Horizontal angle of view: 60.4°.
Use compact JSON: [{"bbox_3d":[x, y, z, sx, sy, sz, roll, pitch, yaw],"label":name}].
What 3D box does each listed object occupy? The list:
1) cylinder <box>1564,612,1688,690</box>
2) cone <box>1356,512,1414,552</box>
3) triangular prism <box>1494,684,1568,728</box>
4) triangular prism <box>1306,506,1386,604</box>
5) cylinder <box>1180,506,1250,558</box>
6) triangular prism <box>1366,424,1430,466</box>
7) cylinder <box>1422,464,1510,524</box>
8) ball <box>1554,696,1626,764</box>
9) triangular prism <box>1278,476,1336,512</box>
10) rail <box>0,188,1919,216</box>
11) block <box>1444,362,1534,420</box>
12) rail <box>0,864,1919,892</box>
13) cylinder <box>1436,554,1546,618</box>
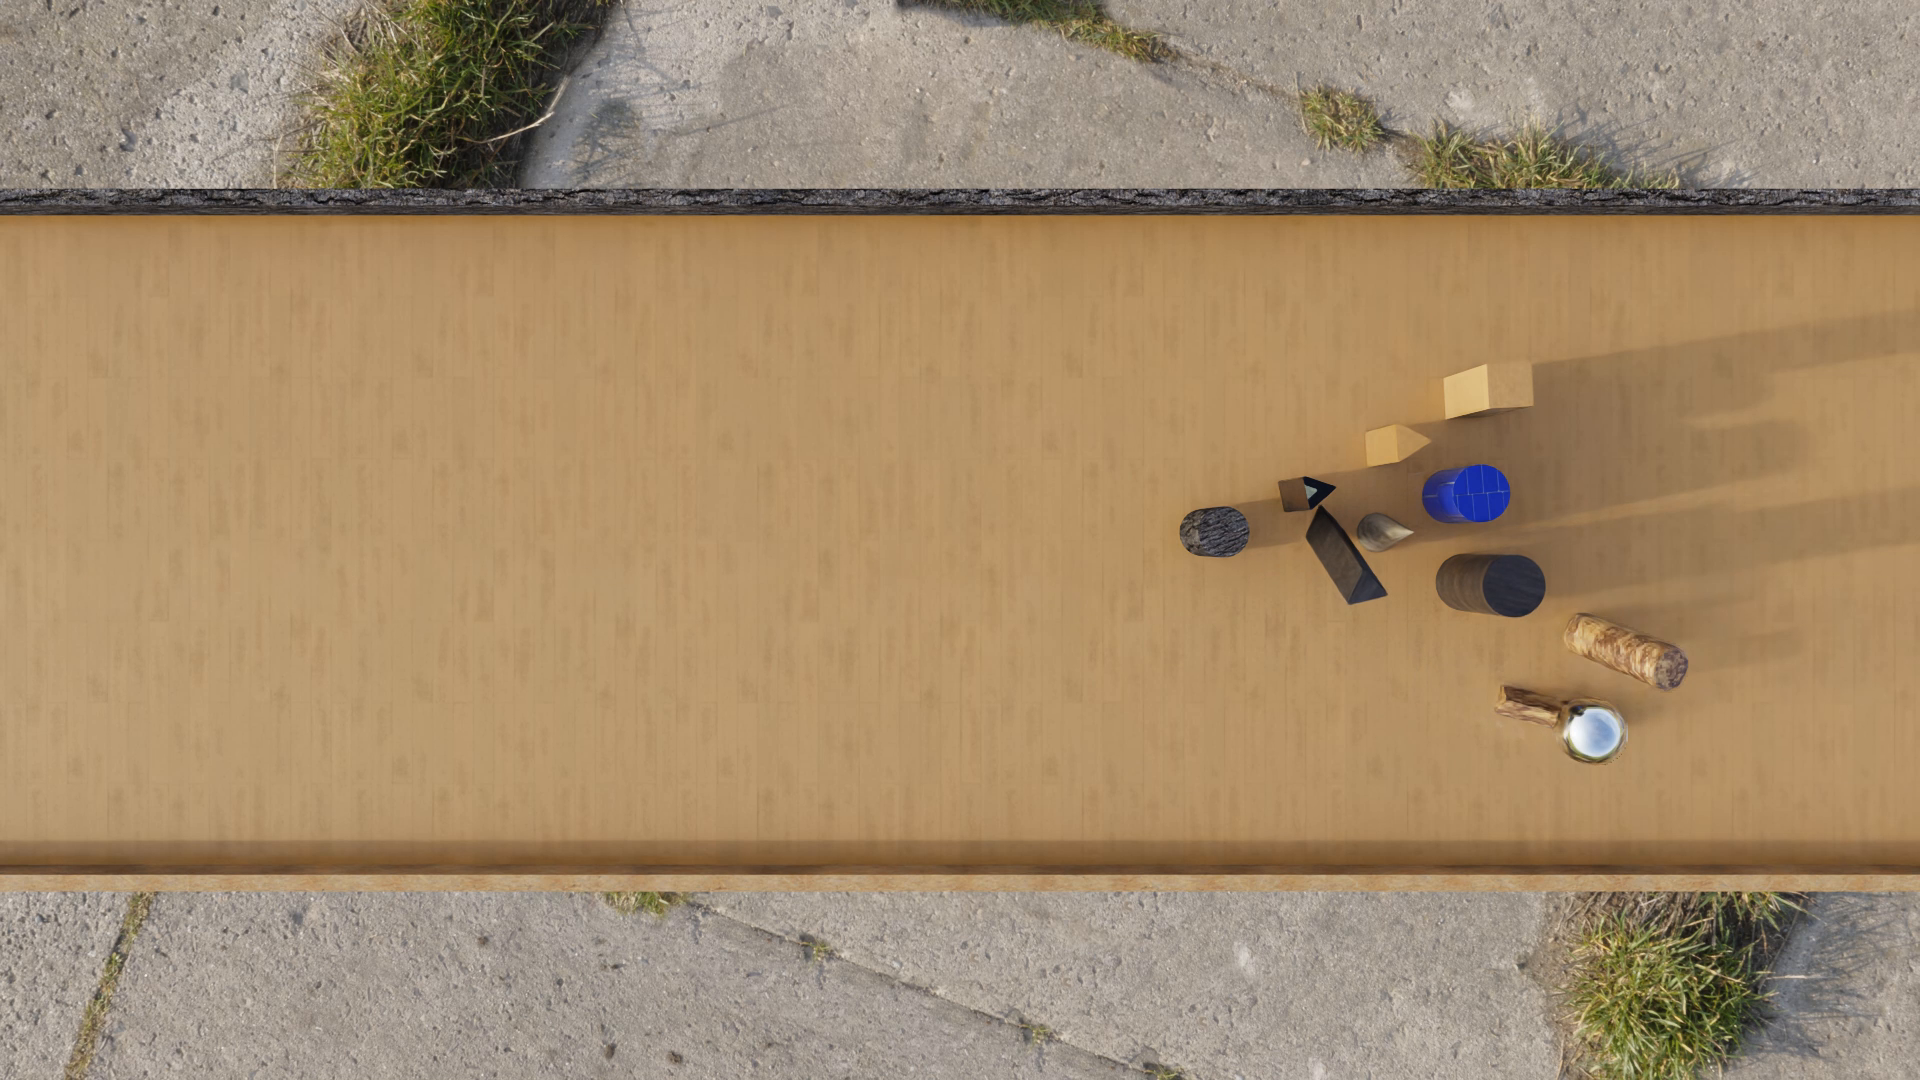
[{"bbox_3d":[1.968,0.327,4.890,0.130,0.354,0.130,-7,108,-24],"label":"cylinder"},{"bbox_3d":[1.282,-0.022,4.864,0.123,0.425,0.123,0,90,0],"label":"cone"},{"bbox_3d":[1.805,0.528,5.035,0.312,0.079,0.091,15,90,0],"label":"triangular prism"},{"bbox_3d":[1.131,0.032,4.870,0.116,0.413,0.101,-14,119,0],"label":"triangular prism"},{"bbox_3d":[0.748,-0.023,4.876,0.145,0.401,0.145,0,90,0],"label":"cylinder"},{"bbox_3d":[1.276,-0.294,4.899,0.109,0.355,0.094,-33,90,0],"label":"triangular prism"},{"bbox_3d":[1.505,-0.135,4.919,0.167,0.316,0.167,0,90,0],"label":"cylinder"},{"bbox_3d":[1.830,0.554,4.790,0.196,0.196,0.196,0,90,0],"label":"ball"},{"bbox_3d":[1.008,-0.149,4.889,0.097,0.374,0.084,-42,90,0],"label":"triangular prism"},{"bbox_3d":[-2.247,-1.025,5.002,12.000,0.150,0.050,0,90,0],"label":"rail"},{"bbox_3d":[1.555,-0.438,4.869,0.127,0.415,0.127,-3,90,0],"label":"block"},{"bbox_3d":[-2.247,1.025,5.001,12.000,0.150,0.050,0,90,0],"label":"rail"},{"bbox_3d":[1.552,0.130,4.848,0.177,0.457,0.177,0,90,0],"label":"cylinder"}]
